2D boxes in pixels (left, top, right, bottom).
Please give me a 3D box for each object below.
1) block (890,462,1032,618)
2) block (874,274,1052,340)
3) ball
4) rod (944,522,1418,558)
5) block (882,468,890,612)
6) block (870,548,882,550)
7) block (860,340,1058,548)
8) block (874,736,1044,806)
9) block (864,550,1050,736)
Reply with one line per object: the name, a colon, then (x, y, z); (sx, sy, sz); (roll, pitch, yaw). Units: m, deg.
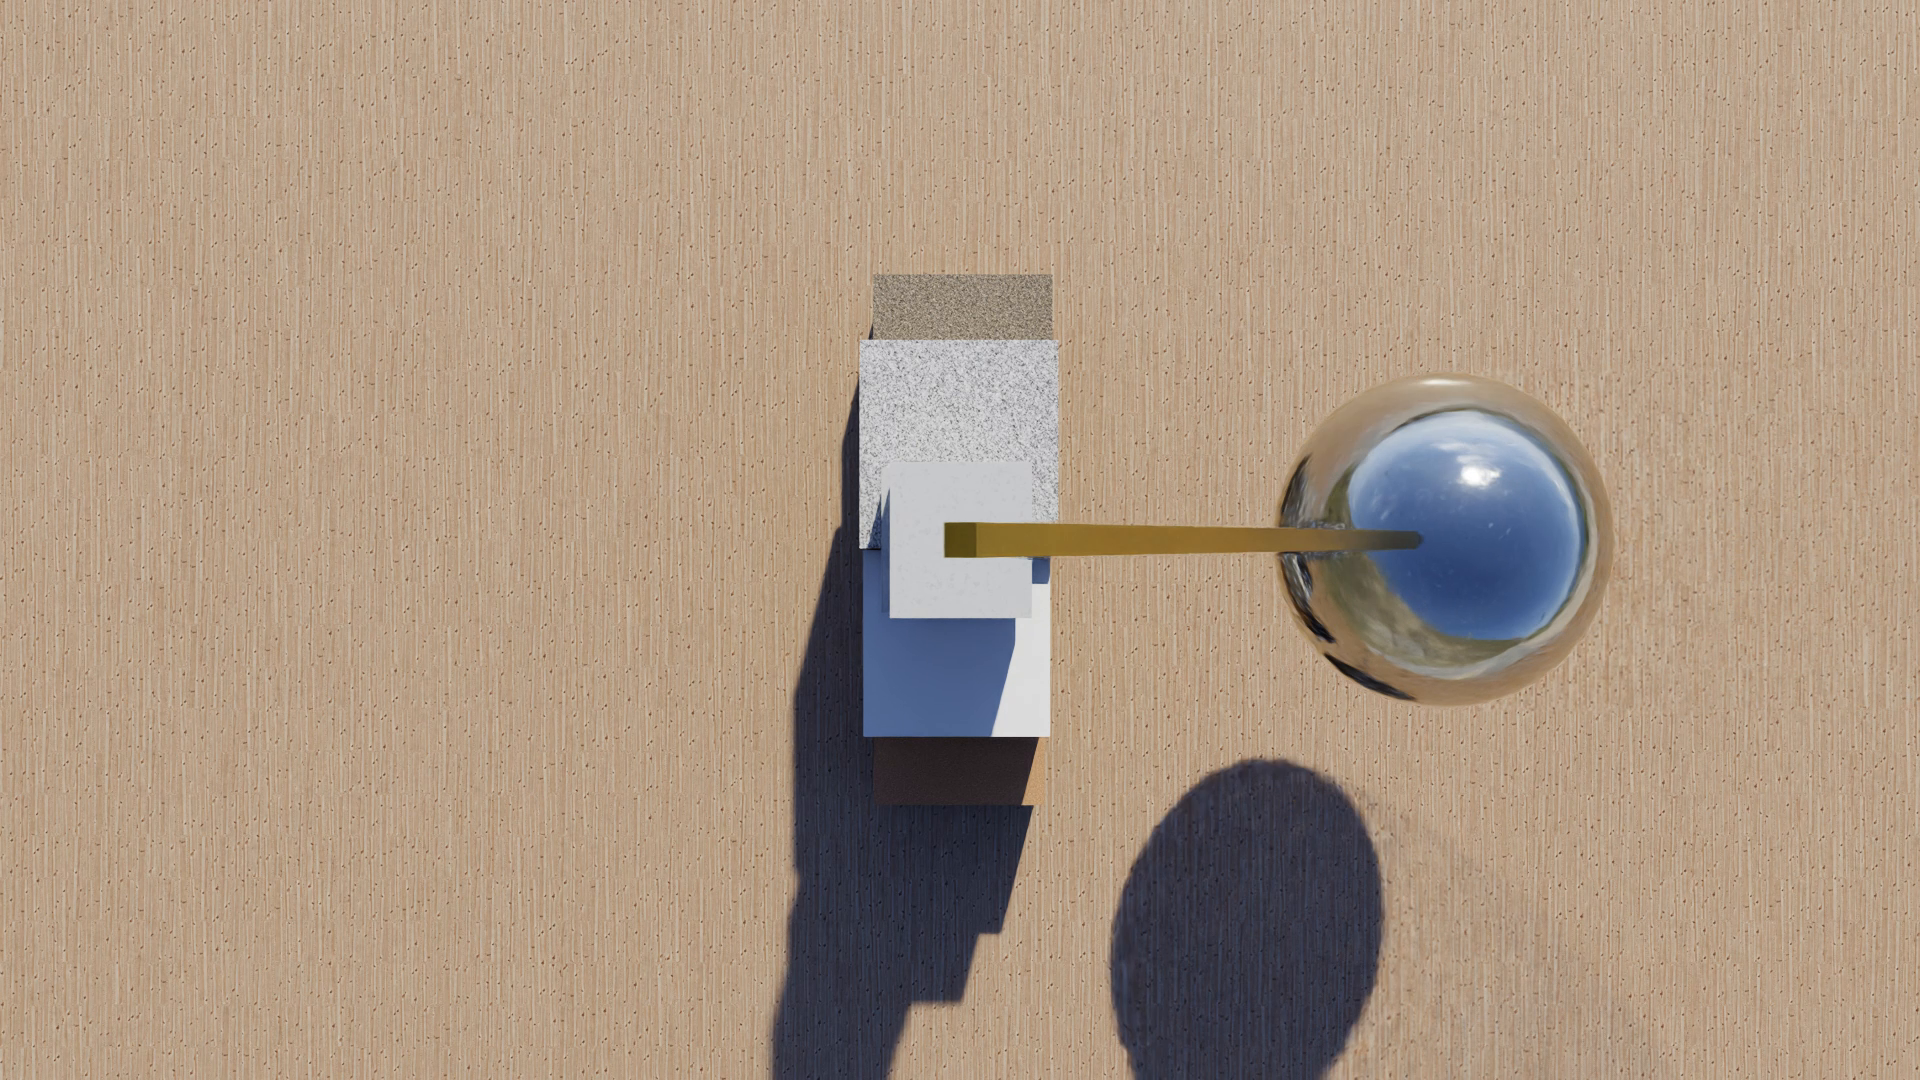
block: (0.004, 0.000, 9.922); (0.619, 0.662, 0.681); (0, 90, 0)
block: (0.016, -0.958, 12.524); (0.984, 0.951, 0.995); (0, 90, 0)
ball: (2.295, 0.000, 10.498); (1.600, 1.600, 1.600); (0, 90, 0)
rod: (0.994, 0.000, 7.357); (0.080, 5.200, 0.080); (0, 90, 22)
block: (-0.019, 0.000, 10.606); (0.696, 0.707, 0.677); (0, 90, 0)
block: (-0.010, 0.077, 12.516); (0.966, 0.969, 1.055); (0, 90, 0)
block: (-0.004, -0.478, 11.495); (0.993, 1.072, 1.039); (0, 90, 0)
block: (-0.003, 1.035, 12.537); (0.938, 0.926, 0.841); (0, 90, 0)
block: (-0.017, 0.524, 11.592); (0.948, 0.878, 0.946); (0, 90, 0)
